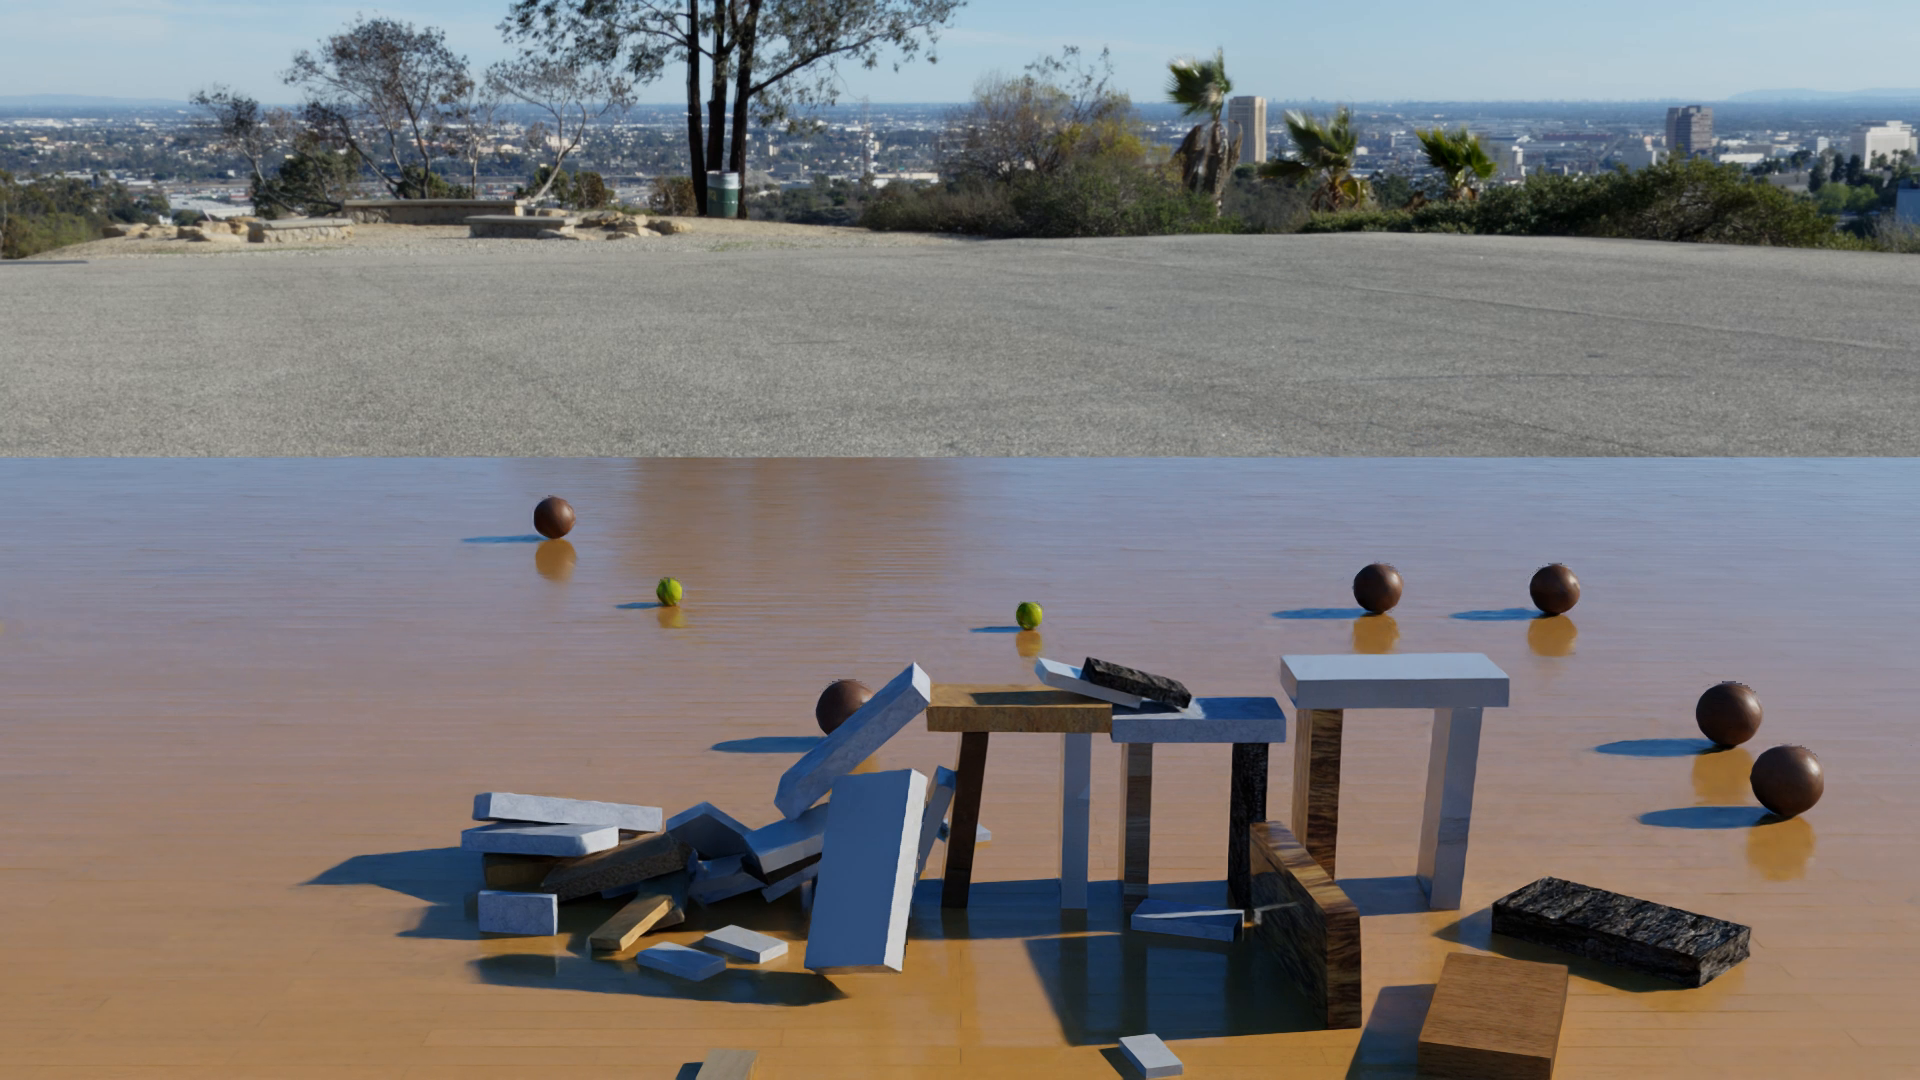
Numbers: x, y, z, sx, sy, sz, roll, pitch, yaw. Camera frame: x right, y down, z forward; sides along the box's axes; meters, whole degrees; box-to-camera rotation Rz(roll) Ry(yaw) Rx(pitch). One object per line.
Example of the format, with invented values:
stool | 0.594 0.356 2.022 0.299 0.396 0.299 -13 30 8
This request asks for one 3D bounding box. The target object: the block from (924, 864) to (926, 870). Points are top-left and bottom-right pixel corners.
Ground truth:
block | -0.117 0.559 3.793 0.106 0.015 0.053 -3 11 -18

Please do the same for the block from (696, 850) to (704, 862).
block | -0.393 0.532 3.769 0.121 0.061 0.017 8 51 -19

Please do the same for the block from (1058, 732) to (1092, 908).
block | 0.189 0.443 3.644 0.042 0.298 0.149 1 11 0

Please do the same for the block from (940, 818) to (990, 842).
block | 0.009 0.524 3.981 0.053 0.015 0.106 -5 12 -24

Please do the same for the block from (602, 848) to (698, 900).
block | -0.517 0.555 3.667 0.157 0.022 0.078 -17 9 3

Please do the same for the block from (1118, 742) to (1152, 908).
block | 0.290 0.452 3.642 0.040 0.280 0.140 1 11 0

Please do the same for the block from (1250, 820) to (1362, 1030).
block | 0.514 0.569 3.301 0.049 0.173 0.414 -4 11 -7

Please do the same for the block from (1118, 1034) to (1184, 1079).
block | 0.260 0.705 3.007 0.053 0.015 0.106 -3 11 -16

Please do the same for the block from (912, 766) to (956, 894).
block | -0.061 0.489 3.646 0.030 0.211 0.106 21 10 -4

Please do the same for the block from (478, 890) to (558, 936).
block | -0.702 0.591 3.490 0.125 0.063 0.018 2 11 9

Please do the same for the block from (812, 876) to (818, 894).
block | -0.157 0.509 3.658 0.211 0.030 0.106 -41 10 2

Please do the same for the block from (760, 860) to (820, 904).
block | -0.247 0.534 3.654 0.176 0.025 0.088 -31 11 6

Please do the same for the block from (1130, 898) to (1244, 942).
block | 0.364 0.607 3.514 0.166 0.023 0.083 4 11 19

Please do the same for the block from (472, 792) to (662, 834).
block | -0.689 0.480 3.858 0.301 0.043 0.150 9 -12 -22

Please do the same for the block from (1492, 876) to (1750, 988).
block | 1.029 0.608 3.436 0.346 0.049 0.173 10 14 42

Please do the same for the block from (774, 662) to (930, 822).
block | -0.175 0.330 3.616 0.301 0.043 0.150 -41 9 7

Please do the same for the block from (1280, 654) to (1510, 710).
block | 0.708 0.230 3.601 0.340 0.048 0.170 -1 11 0

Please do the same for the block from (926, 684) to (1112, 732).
block | 0.095 0.275 3.608 0.298 0.042 0.149 1 11 -1

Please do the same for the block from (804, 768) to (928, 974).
block | -0.141 0.500 3.320 0.150 0.301 0.043 -10 -29 34

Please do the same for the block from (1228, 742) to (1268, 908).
block | 0.476 0.452 3.642 0.040 0.280 0.140 1 11 0

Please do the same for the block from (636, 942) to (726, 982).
block | -0.424 0.641 3.346 0.125 0.018 0.063 8 13 36

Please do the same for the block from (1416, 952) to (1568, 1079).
block | 0.753 0.672 3.092 0.173 0.049 0.346 4 11 19

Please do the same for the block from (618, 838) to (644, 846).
block | -0.523 0.541 3.766 0.122 0.061 0.017 -5 10 -23

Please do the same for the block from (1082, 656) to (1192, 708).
block | 0.290 0.233 3.603 0.166 0.023 0.083 15 10 -11

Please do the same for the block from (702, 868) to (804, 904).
block | -0.336 0.547 3.634 0.176 0.025 0.088 -20 14 14

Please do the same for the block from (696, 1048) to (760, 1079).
block | -0.314 0.716 2.937 0.066 0.019 0.132 1 11 6

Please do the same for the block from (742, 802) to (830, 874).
block | -0.237 0.471 3.561 0.212 0.030 0.106 -20 19 -15

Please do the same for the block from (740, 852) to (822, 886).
block | -0.259 0.502 3.577 0.176 0.025 0.088 -24 20 -27

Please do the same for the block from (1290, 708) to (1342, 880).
block | 0.587 0.423 3.635 0.048 0.340 0.170 1 11 0

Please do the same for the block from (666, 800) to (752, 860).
block | -0.390 0.500 3.656 0.081 0.023 0.203 -28 -44 22

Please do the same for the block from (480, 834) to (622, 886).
block | -0.699 0.550 3.790 0.239 0.034 0.120 -3 11 -16

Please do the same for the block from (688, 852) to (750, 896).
block | -0.412 0.554 3.627 0.157 0.022 0.078 -16 14 30

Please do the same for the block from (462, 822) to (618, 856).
block | -0.715 0.508 3.740 0.239 0.034 0.120 -1 1 27

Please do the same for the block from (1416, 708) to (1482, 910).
block | 0.810 0.421 3.643 0.048 0.340 0.170 5 11 3

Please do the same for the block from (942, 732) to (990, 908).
block | 0.007 0.442 3.643 0.042 0.298 0.149 7 10 -2

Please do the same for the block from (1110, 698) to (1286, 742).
block | 0.385 0.295 3.613 0.280 0.040 0.140 0 11 0

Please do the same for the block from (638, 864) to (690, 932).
block | -0.480 0.578 3.549 0.078 0.022 0.157 -16 20 2

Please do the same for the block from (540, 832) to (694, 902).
block | -0.567 0.541 3.654 0.239 0.034 0.120 -16 9 6

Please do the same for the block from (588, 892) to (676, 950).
block | -0.515 0.599 3.455 0.066 0.019 0.132 -2 23 35

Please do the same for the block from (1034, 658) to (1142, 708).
block | 0.210 0.234 3.601 0.166 0.023 0.083 15 10 -13

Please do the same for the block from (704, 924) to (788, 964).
block | -0.333 0.628 3.419 0.121 0.017 0.061 8 13 38

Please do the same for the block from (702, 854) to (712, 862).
block | -0.354 0.533 3.741 0.163 0.081 0.023 -4 52 -3
